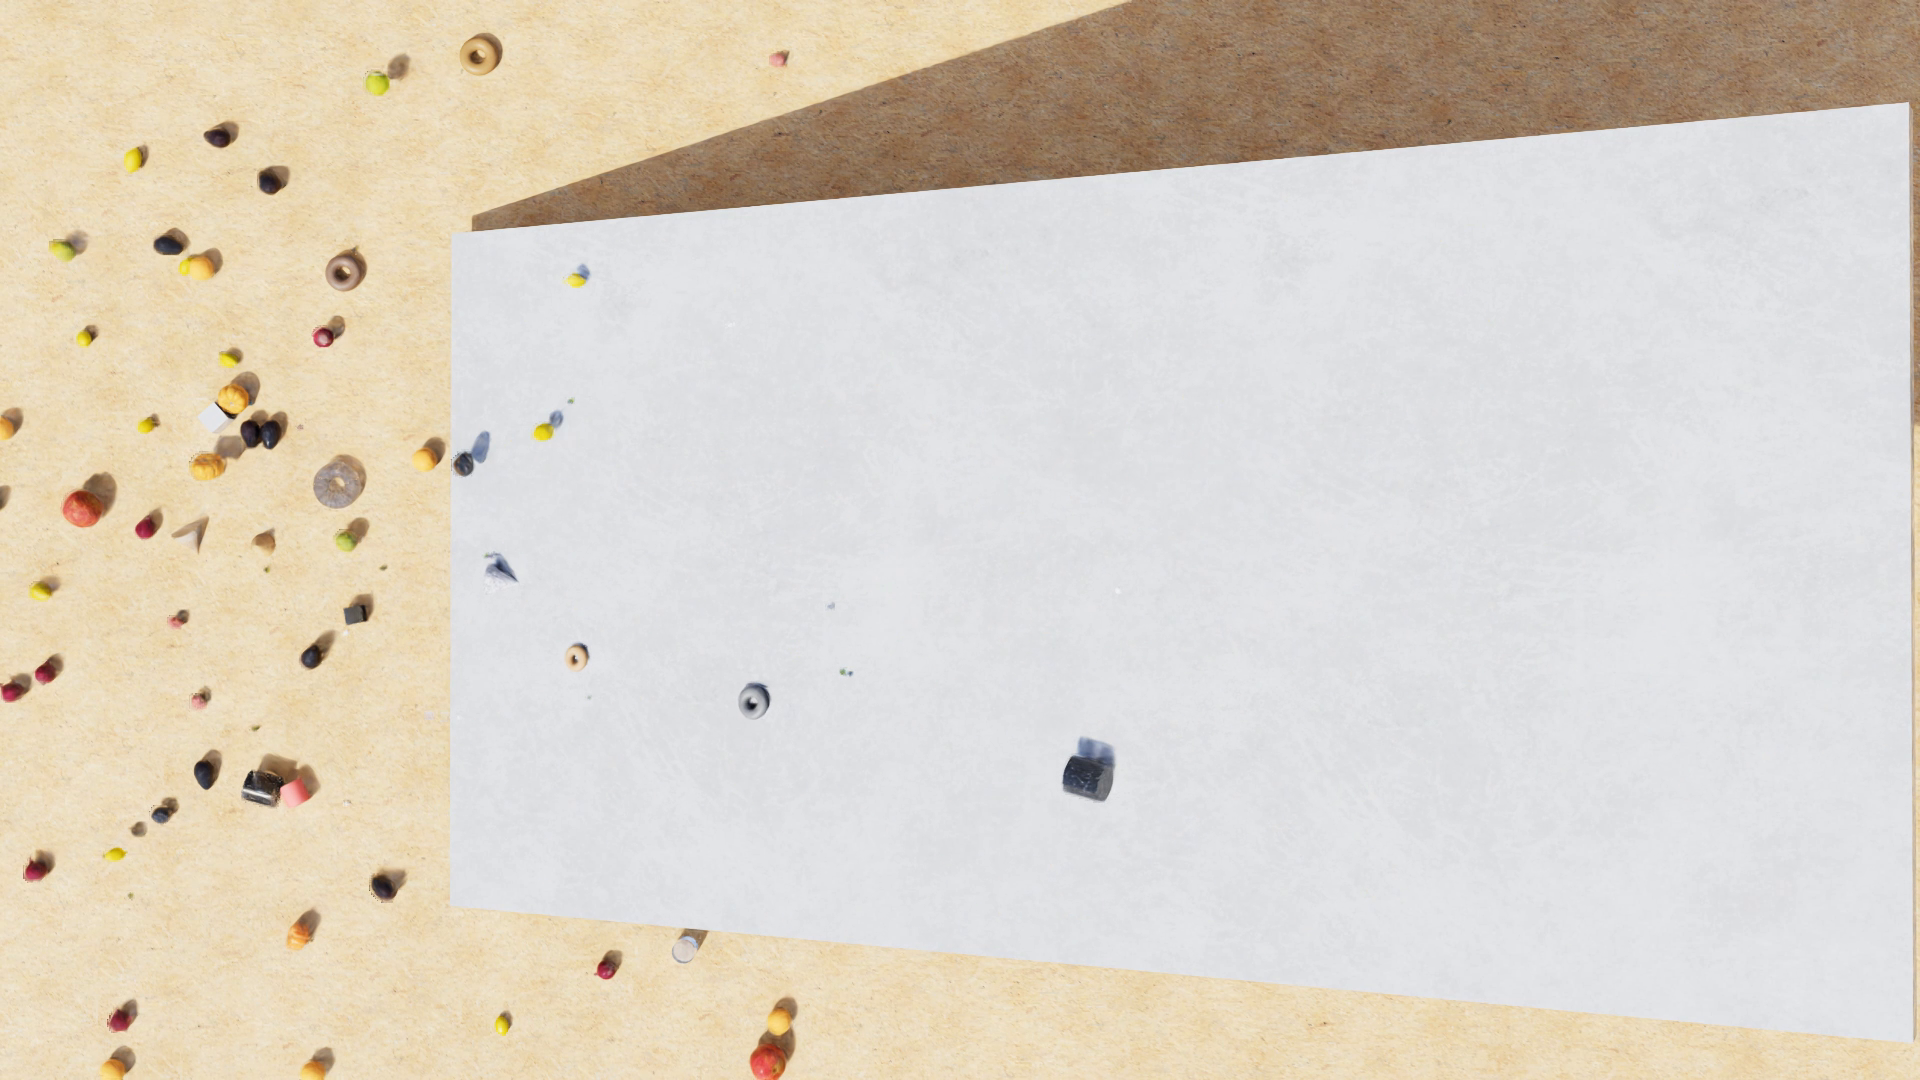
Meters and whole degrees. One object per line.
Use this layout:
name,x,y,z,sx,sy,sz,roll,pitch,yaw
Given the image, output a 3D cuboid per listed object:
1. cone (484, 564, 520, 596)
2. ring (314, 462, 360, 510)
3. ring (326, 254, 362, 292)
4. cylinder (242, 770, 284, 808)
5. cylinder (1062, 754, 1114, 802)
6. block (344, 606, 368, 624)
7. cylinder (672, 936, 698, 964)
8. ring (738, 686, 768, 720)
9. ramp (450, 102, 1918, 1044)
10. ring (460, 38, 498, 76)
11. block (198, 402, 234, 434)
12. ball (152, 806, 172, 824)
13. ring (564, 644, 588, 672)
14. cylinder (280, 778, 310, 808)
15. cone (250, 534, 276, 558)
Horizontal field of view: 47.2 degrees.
cone,-1.332,0.121,6.421,0.096,0.096,0.096,5,89,1
ring,-1.874,-0.163,6.611,0.143,0.048,0.143,0,90,-1
ring,-1.855,-0.804,6.622,0.113,0.038,0.113,0,89,-1
cylinder,-2.086,0.743,6.579,0.092,0.092,0.092,15,89,0
cylinder,0.322,0.598,5.513,0.097,0.097,0.097,13,89,27
block,-1.816,0.225,6.604,0.051,0.051,0.051,-10,89,0
cylinder,-0.824,1.228,6.584,0.070,0.070,0.070,0,89,0
ring,-0.566,0.444,6.021,0.094,0.031,0.094,0,91,27
ramp,0.277,0.078,5.653,4.000,0.100,2.000,0,89,28
ring,-1.450,-1.458,6.628,0.117,0.039,0.117,0,88,-1
block,-2.233,-0.366,6.603,0.066,0.066,0.066,-41,90,0
ball,-2.396,0.827,6.596,0.054,0.054,0.054,0,89,0
ring,-1.100,0.339,6.307,0.077,0.026,0.077,0,90,29
cylinder,-1.992,0.760,6.590,0.069,0.069,0.069,-27,89,0
cone,-2.101,0.016,6.594,0.075,0.075,0.075,0,89,0
